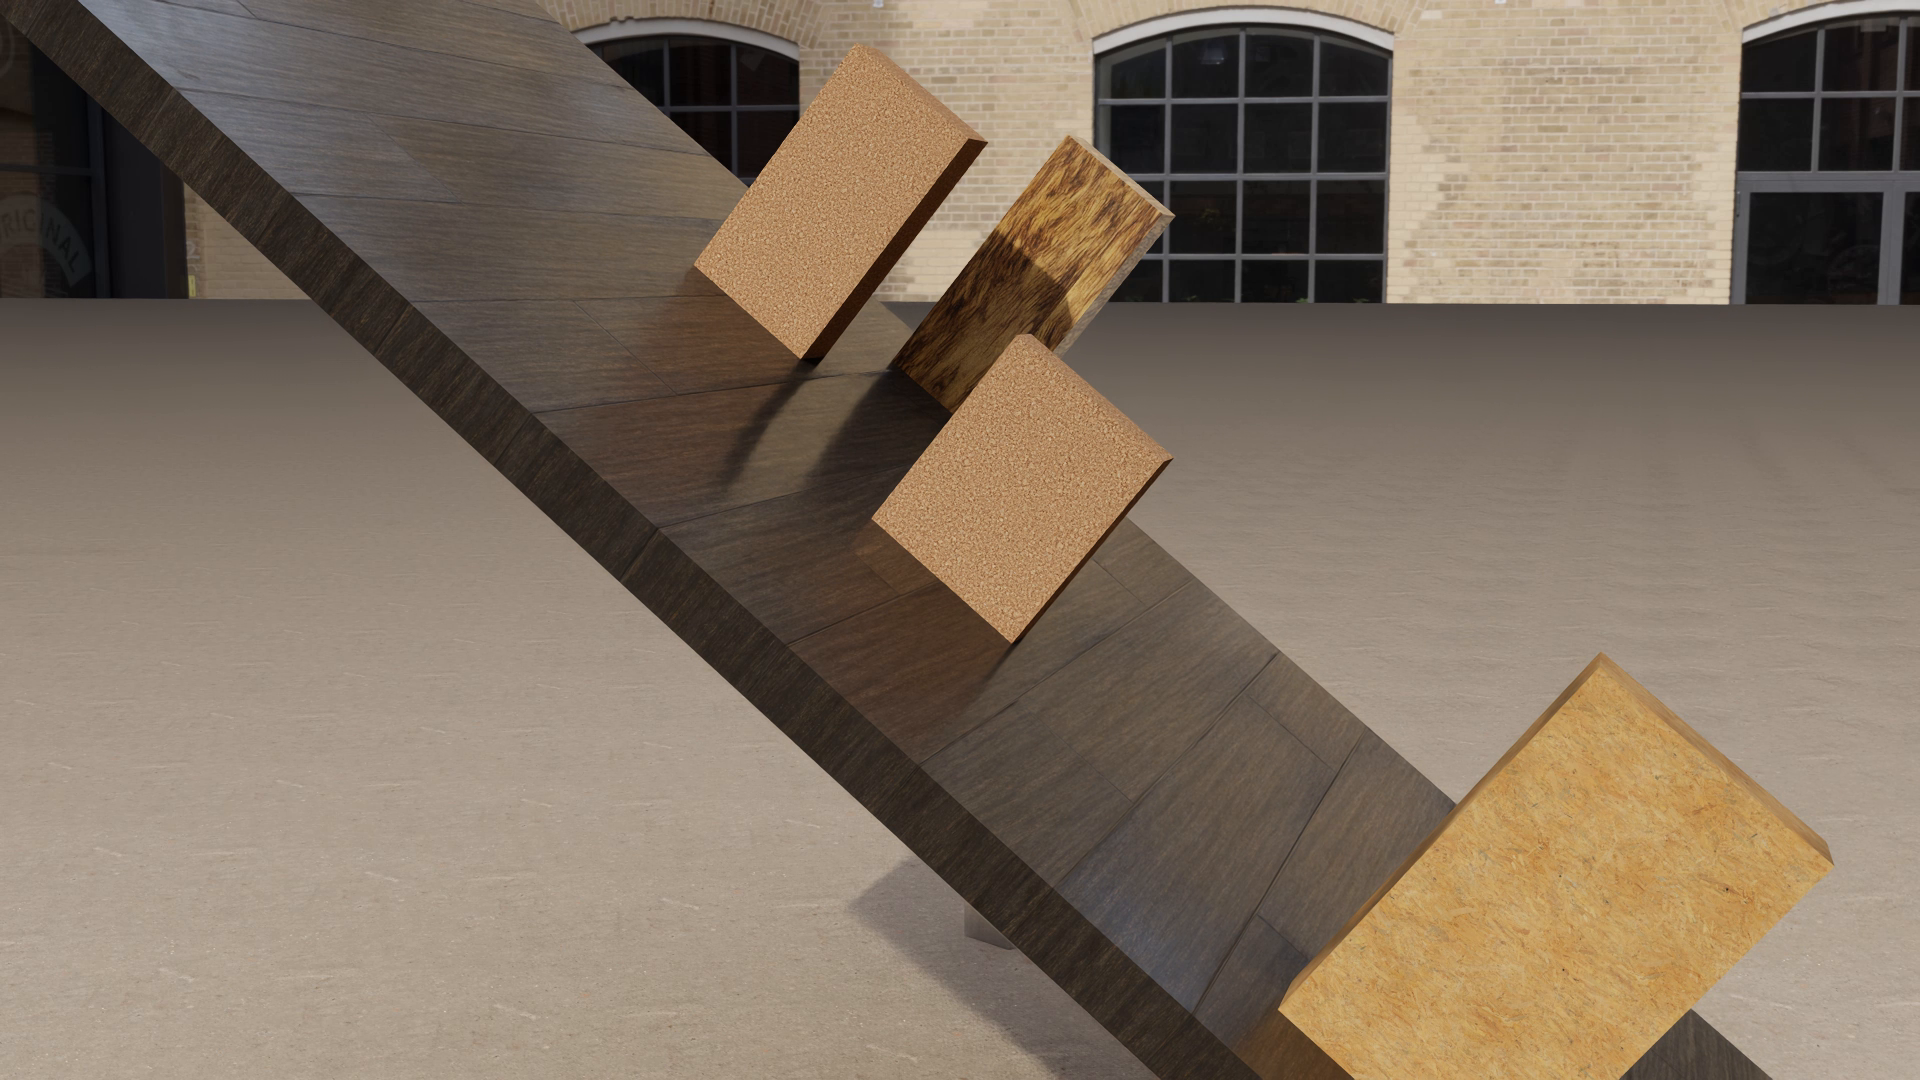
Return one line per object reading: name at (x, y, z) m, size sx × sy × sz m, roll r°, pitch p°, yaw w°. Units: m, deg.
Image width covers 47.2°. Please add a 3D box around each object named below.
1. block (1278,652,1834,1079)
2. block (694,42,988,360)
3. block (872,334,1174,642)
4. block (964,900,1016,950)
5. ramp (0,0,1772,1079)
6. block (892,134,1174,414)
block at (0.832, 0.549, 3.116) m, size 0.400 × 0.678 × 0.134 m, roll 42°, pitch 16°, yaw 9°
block at (-0.234, -0.655, 4.282) m, size 0.289 × 0.538 × 0.132 m, roll 42°, pitch 16°, yaw 9°
block at (0.104, -0.088, 3.731) m, size 0.324 × 0.407 × 0.089 m, roll 42°, pitch 16°, yaw 9°
block at (0.141, 1.020, 6.151) m, size 0.182 × 0.182 × 0.182 m, roll -6°, pitch 9°, yaw -42°
ramp at (-0.002, 0.050, 4.041) m, size 4.000 × 0.100 × 2.000 m, roll 42°, pitch 16°, yaw 9°
block at (0.154, -0.534, 4.677) m, size 0.262 × 0.610 × 0.130 m, roll 42°, pitch 16°, yaw 9°
